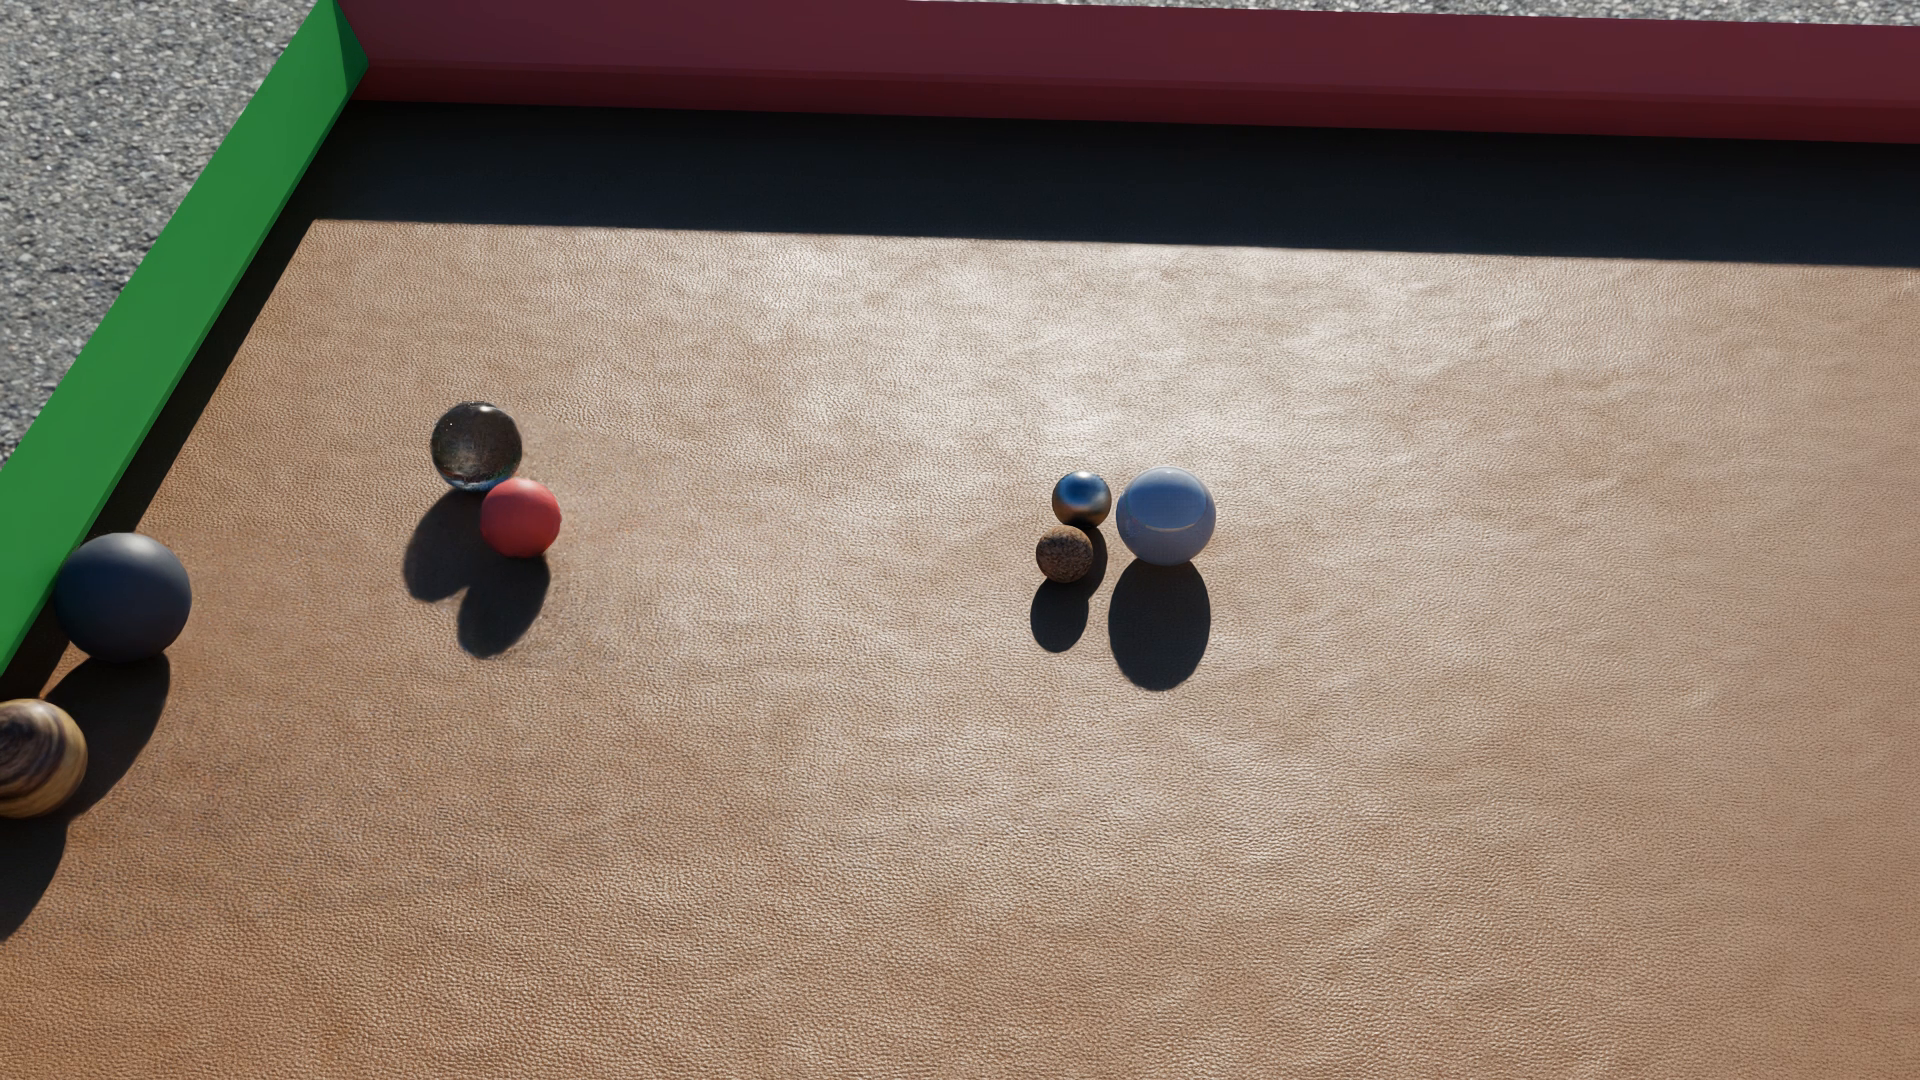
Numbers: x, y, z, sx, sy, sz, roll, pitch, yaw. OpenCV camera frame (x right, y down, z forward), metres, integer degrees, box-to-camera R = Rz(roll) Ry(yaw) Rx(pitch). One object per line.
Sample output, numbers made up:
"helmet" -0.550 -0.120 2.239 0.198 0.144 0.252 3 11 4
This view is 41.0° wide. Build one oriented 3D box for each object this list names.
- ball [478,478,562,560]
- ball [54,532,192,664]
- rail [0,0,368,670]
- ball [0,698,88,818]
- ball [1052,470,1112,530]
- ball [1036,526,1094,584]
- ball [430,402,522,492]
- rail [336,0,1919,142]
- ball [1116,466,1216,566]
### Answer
"ball" -0.333 -0.016 1.940 0.061 0.061 0.061 0 35 0
"ball" -0.597 0.041 1.830 0.093 0.093 0.093 0 35 0
"rail" -0.656 -0.049 1.933 0.045 0.121 1.581 2 35 3
"ball" -0.618 0.144 1.694 0.079 0.079 0.079 0 35 0
"ball" 0.094 -0.030 1.973 0.047 0.047 0.047 0 35 0
"ball" 0.078 0.011 1.917 0.043 0.043 0.043 0 35 0
"ball" -0.379 -0.073 2.012 0.072 0.072 0.072 0 35 0
"rail" 0.729 -0.437 2.490 2.724 0.121 0.045 2 35 3
"ball" 0.155 -0.018 1.930 0.076 0.076 0.076 0 35 0
